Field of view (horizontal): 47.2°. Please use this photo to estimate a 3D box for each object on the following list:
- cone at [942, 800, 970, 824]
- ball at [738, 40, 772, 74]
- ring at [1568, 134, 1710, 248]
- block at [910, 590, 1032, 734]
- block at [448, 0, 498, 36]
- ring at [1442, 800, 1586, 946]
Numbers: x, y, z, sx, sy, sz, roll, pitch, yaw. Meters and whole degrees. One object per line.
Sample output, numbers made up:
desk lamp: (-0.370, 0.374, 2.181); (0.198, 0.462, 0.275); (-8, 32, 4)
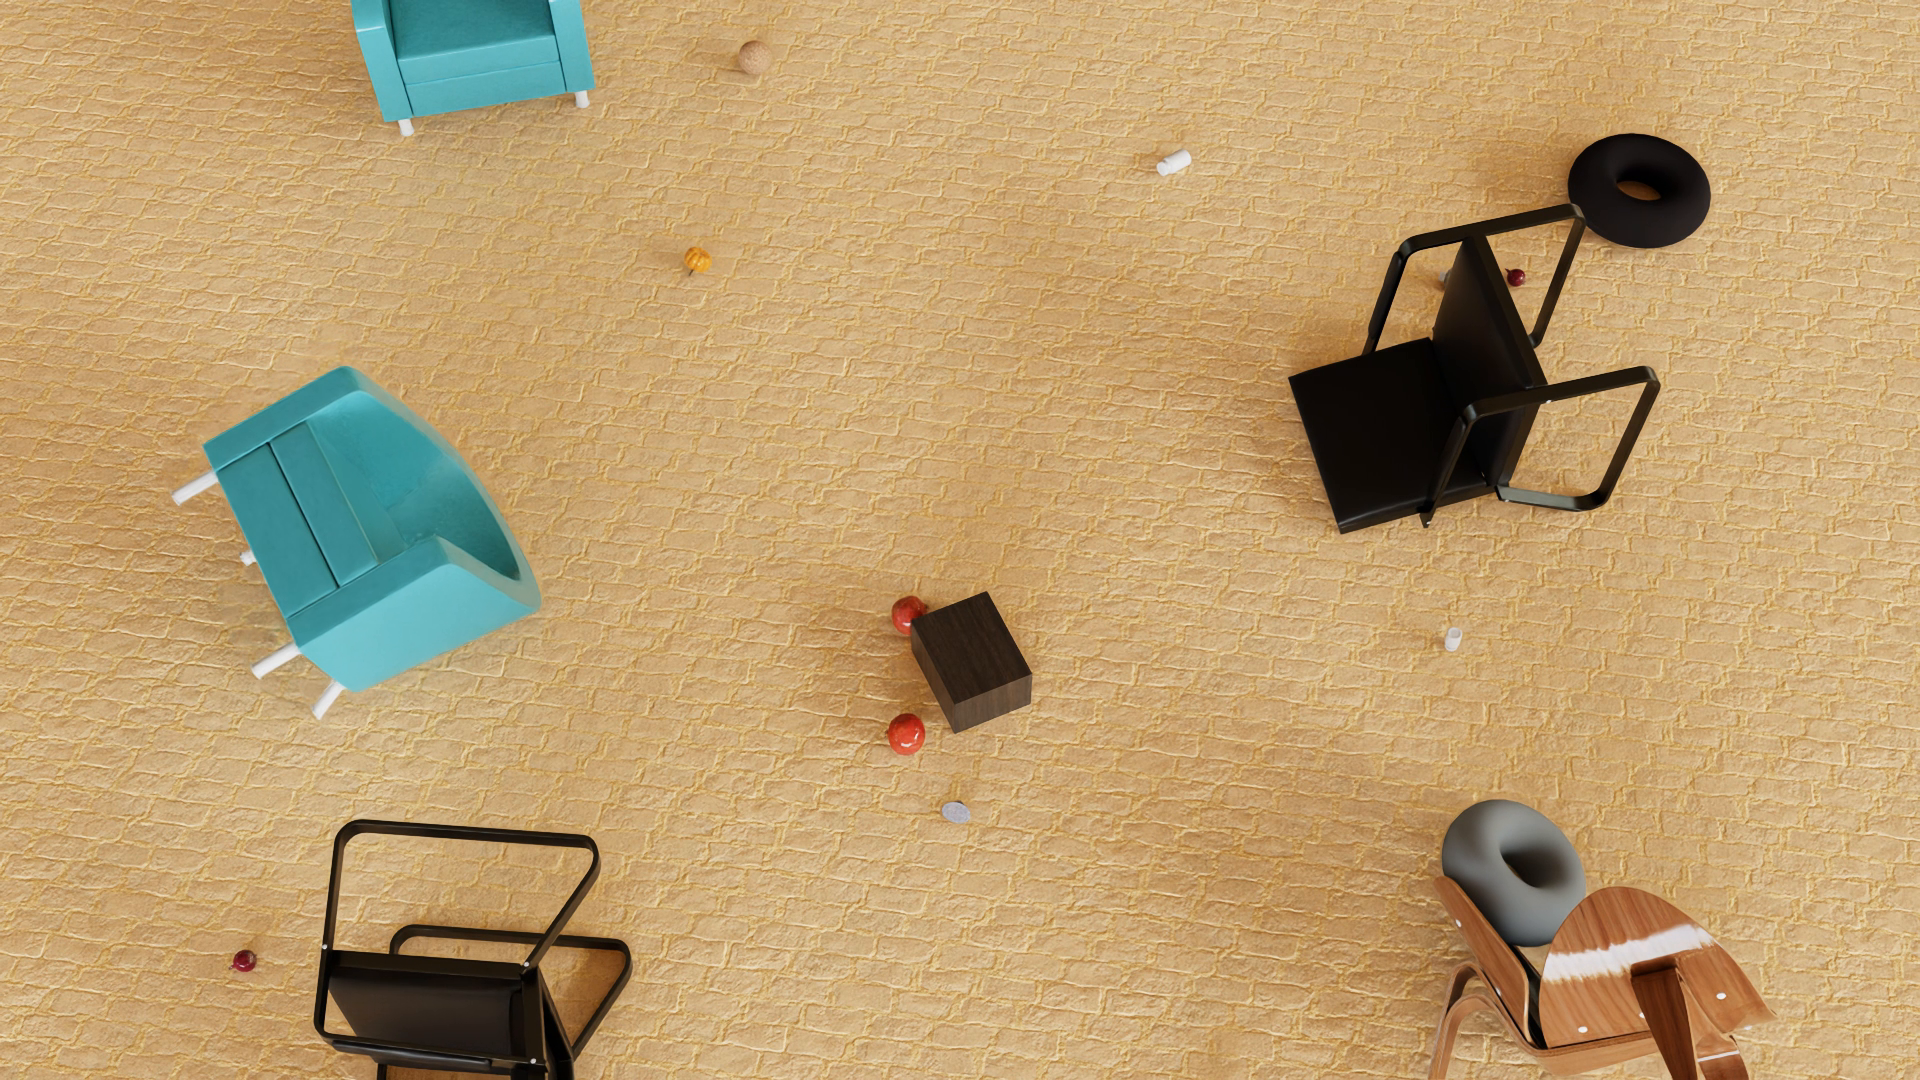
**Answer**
cone: (-0.004, 0.735, 6.063); (0.080, 0.067, 0.063); (17, 29, 4)
ball: (-0.710, -1.673, 7.626); (0.118, 0.118, 0.118); (0, 56, 0)
ring: (2.239, -1.153, 7.253); (0.463, 0.159, 0.459); (39, 63, 24)
block: (0.031, 0.346, 6.239); (0.238, 0.169, 0.301); (-21, 59, -13)
block: (-1.733, -1.919, 7.753); (0.146, 0.181, 0.180); (-13, 57, -9)
ring: (1.462, 0.875, 5.800); (0.405, 0.165, 0.484); (41, 36, 9)
